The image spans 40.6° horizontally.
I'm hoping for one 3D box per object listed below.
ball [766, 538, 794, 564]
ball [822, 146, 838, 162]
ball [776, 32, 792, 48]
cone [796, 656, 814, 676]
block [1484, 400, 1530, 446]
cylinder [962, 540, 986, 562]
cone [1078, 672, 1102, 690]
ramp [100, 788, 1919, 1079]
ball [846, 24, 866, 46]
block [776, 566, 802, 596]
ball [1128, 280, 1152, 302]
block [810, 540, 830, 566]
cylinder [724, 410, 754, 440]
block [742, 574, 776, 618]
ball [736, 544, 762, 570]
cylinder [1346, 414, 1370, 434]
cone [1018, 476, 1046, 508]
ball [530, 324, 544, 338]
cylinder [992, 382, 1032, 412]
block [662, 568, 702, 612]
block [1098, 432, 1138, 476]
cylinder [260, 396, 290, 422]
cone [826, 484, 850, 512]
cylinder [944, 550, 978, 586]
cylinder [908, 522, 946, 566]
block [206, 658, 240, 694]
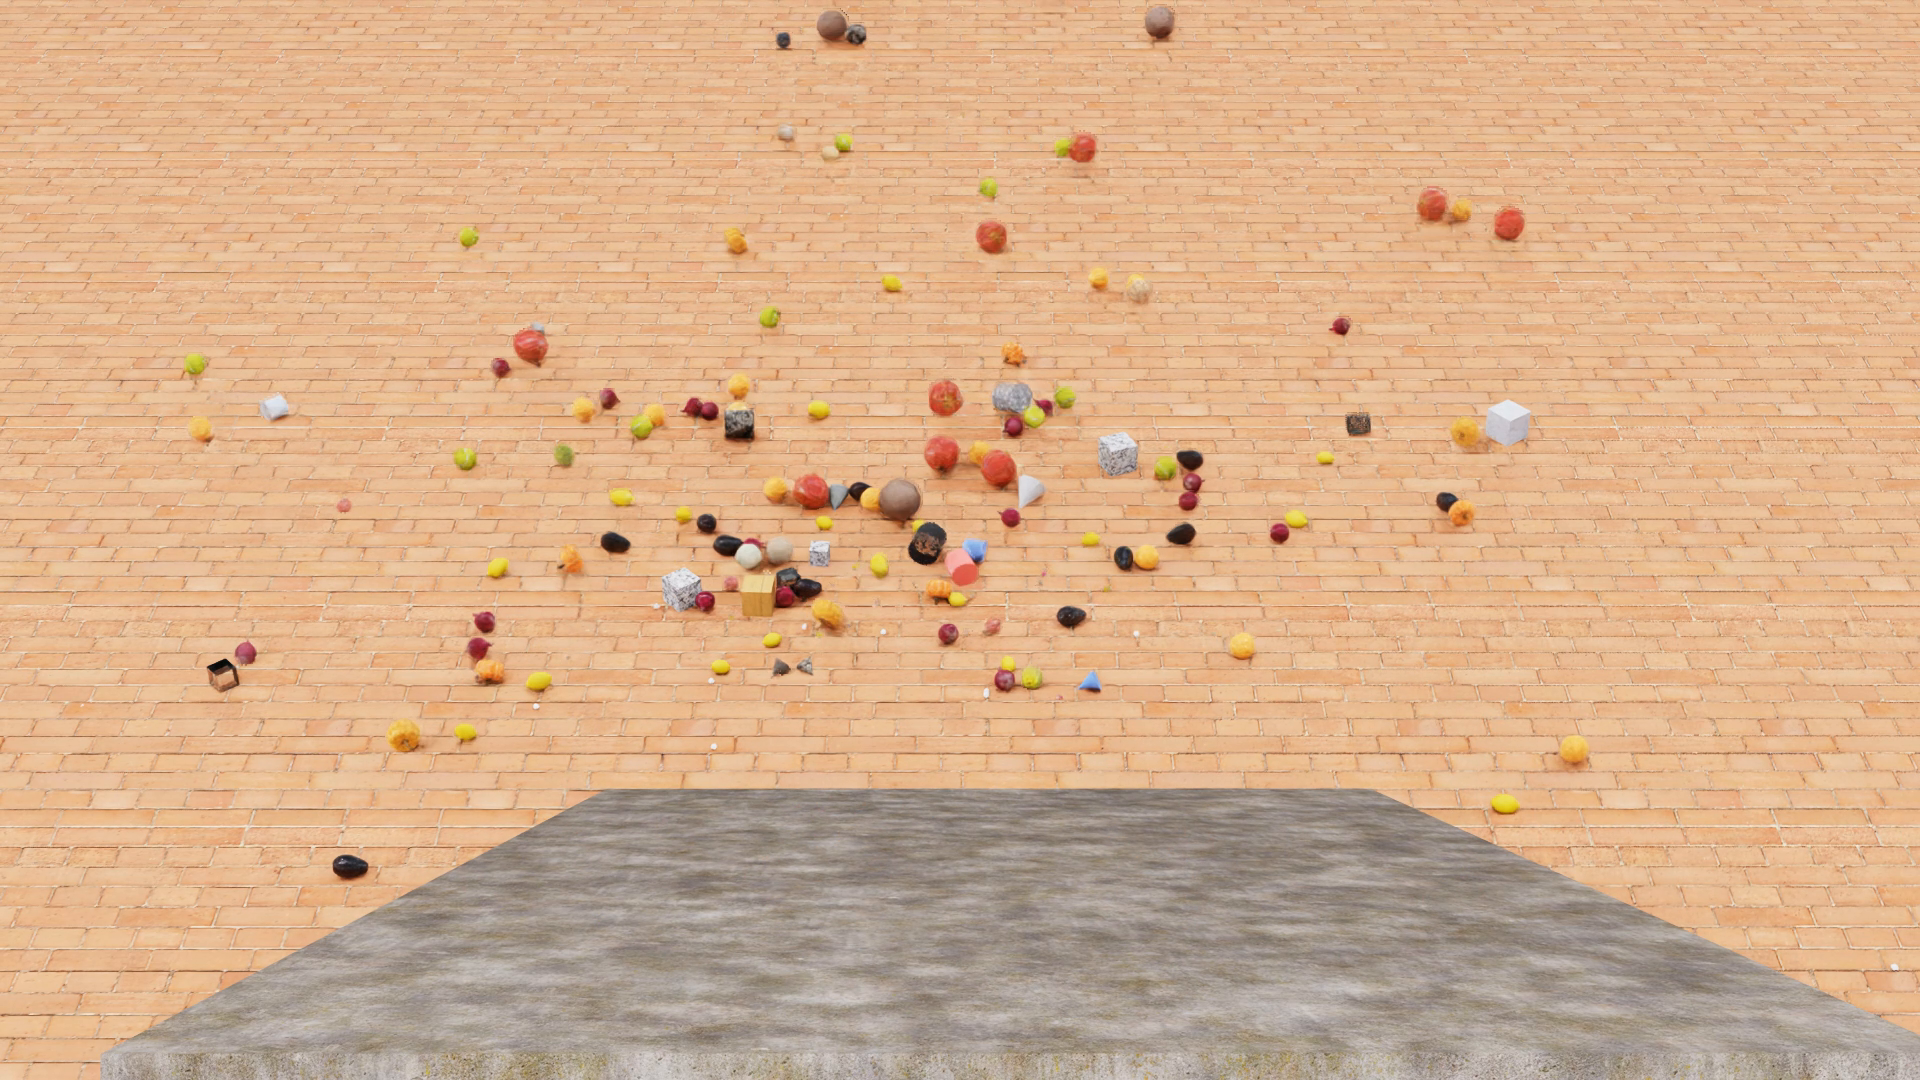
[{"bbox_3d":[-0.542,0.033,7.780,0.083,0.083,0.083,0,34,0],"label":"ball"},{"bbox_3d":[-0.505,-1.496,10.069,0.066,0.066,0.066,0,34,0],"label":"ball"},{"bbox_3d":[-0.748,-2.118,10.994,0.066,0.066,0.066,0,34,0],"label":"ball"},{"bbox_3d":[-0.428,0.366,7.339,0.050,0.050,0.050,-26,68,-33],"label":"cone"},{"bbox_3d":[1.768,-0.378,8.379,0.096,0.096,0.096,-24,40,-31],"label":"block"},{"bbox_3d":[0.042,0.032,7.802,0.060,0.060,0.060,8,35,12],"label":"cylinder"},{"bbox_3d":[0.356,0.405,7.277,0.060,0.060,0.060,-26,34,9],"label":"cone"},{"bbox_3d":[0.075,0.651,4.789,2.000,0.100,4.000,0,-1,0],"label":"ramp"},{"bbox_3d":[-0.440,-2.146,11.015,0.089,0.089,0.089,0,34,0],"label":"ball"},{"bbox_3d":[-0.506,0.123,7.672,0.055,0.055,0.055,-16,37,-23],"label":"block"},{"bbox_3d":[0.633,-0.874,9.126,0.079,0.079,0.079,0,34,0],"label":"ball"},{"bbox_3d":[-0.421,0.042,7.793,0.055,0.055,0.055,3,34,5],"label":"block"},{"bbox_3d":[-0.711,-0.373,8.376,0.092,0.092,0.092,-2,34,-3],"label":"cylinder"},{"bbox_3d":[-0.588,0.163,7.583,0.087,0.087,0.087,2,34,3],"label":"block"},{"bbox_3d":[-0.631,0.050,7.761,0.076,0.076,0.076,0,34,0],"label":"ball"},{"bbox_3d":[1.290,-0.375,8.405,0.063,0.063,0.063,-5,34,-6],"label":"cylinder"},{"bbox_3d":[0.205,-0.133,8.062,0.097,0.097,0.097,17,64,24],"label":"cone"},{"bbox_3d":[-1.455,-0.720,8.929,0.051,0.051,0.051,0,34,0],"label":"ball"},{"bbox_3d":[0.171,-0.466,8.446,0.096,0.096,0.096,-21,15,-28],"label":"cylinder"},{"bbox_3d":[-0.815,0.146,7.613,0.083,0.083,0.083,-26,42,-33],"label":"block"},{"bbox_3d":[0.501,-0.272,8.226,0.093,0.093,0.093,-13,36,-19],"label":"block"},{"bbox_3d":[-2.240,-0.431,8.483,0.066,0.066,0.066,-30,44,-35],"label":"cylinder"},{"bbox_3d":[-0.384,-0.121,8.051,0.079,0.079,0.079,4,61,5],"label":"cone"},{"bbox_3d":[0.004,0.082,7.712,0.078,0.078,0.078,-10,37,-15],"label":"cylinder"},{"bbox_3d":[-0.098,0.012,7.803,0.093,0.093,0.093,10,35,14],"label":"cylinder"},{"bbox_3d":[-2.068,0.381,7.283,0.061,0.061,0.061,-26,42,-33],"label":"block"}]
